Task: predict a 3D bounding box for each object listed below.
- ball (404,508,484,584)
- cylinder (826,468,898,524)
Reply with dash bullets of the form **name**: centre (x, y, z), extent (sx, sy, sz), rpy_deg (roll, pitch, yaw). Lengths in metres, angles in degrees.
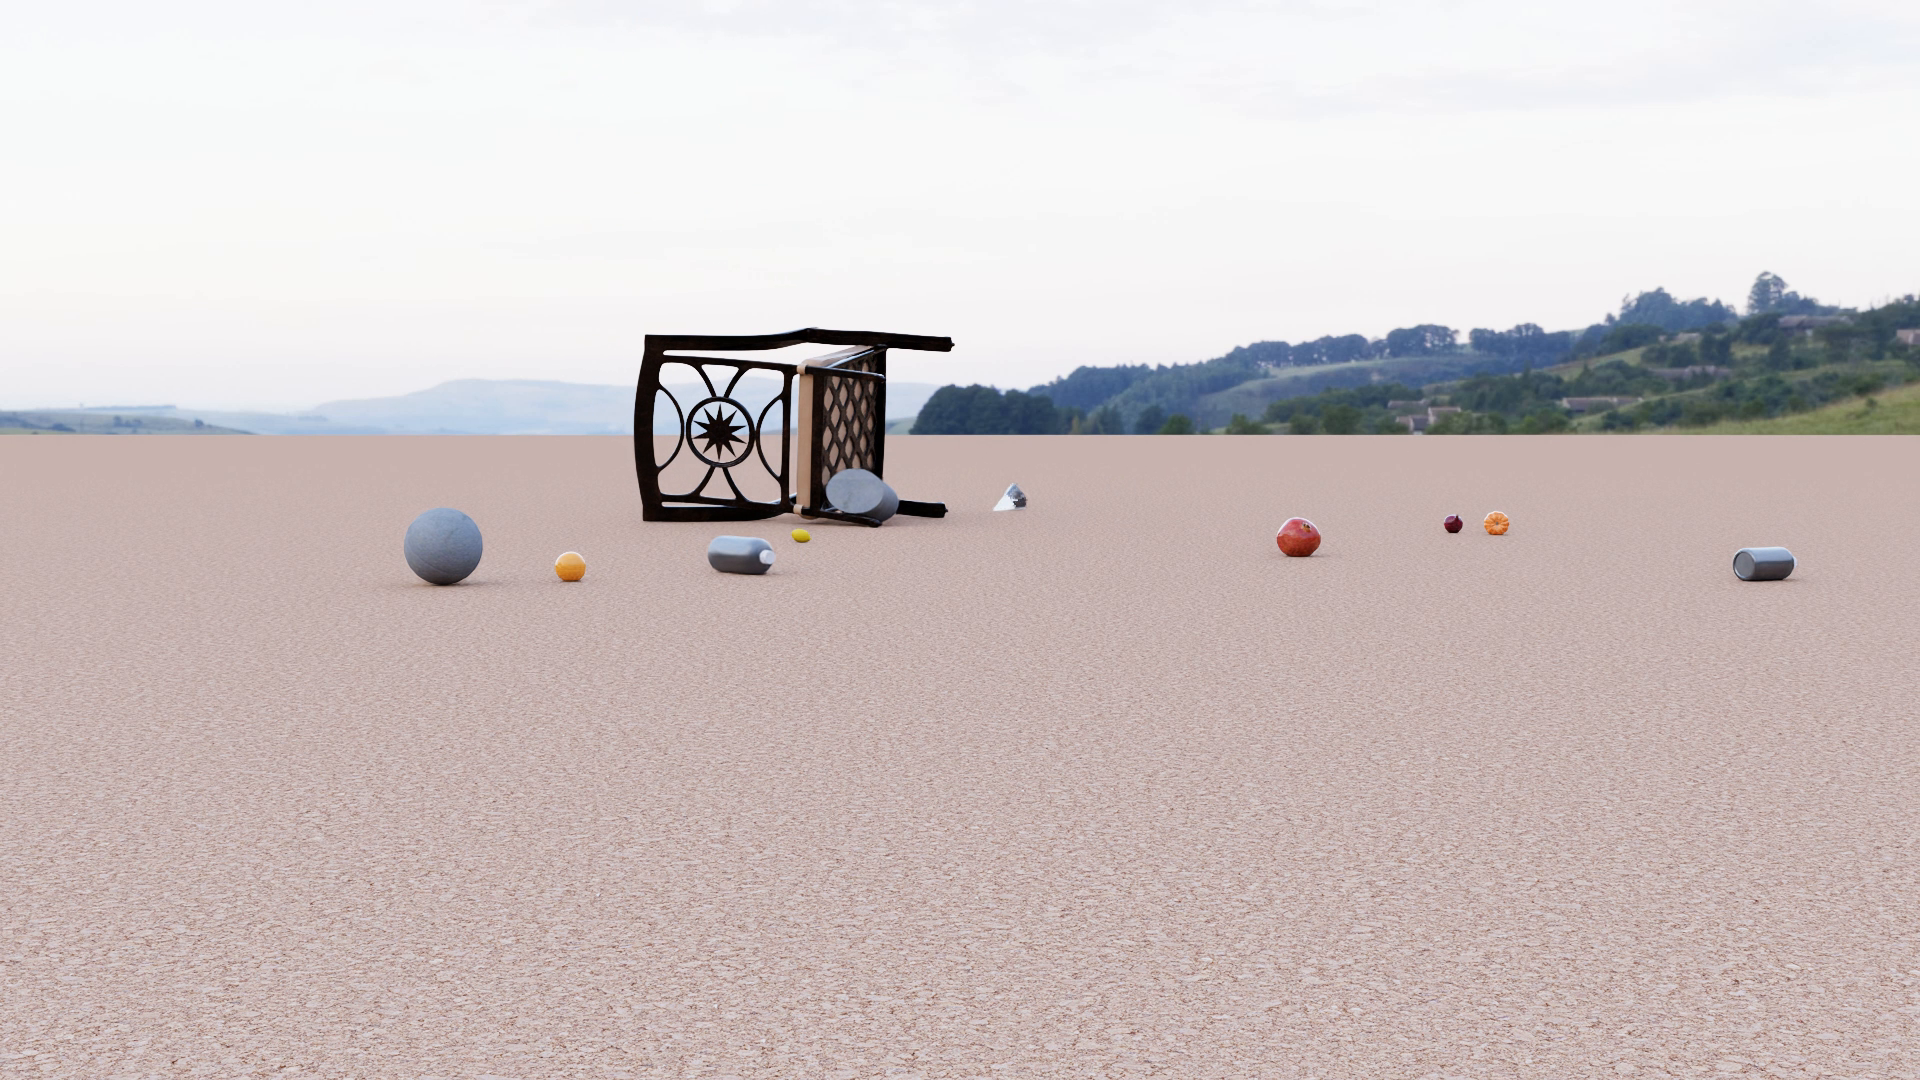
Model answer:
- **ball**: centre (-1.185, 0.014, 5.045), extent (0.178, 0.178, 0.178), rpy_deg (0, 4, 0)
- **cylinder**: centre (-0.321, -0.144, 7.262), extent (0.201, 0.151, 0.161), rpy_deg (8, -10, 18)
